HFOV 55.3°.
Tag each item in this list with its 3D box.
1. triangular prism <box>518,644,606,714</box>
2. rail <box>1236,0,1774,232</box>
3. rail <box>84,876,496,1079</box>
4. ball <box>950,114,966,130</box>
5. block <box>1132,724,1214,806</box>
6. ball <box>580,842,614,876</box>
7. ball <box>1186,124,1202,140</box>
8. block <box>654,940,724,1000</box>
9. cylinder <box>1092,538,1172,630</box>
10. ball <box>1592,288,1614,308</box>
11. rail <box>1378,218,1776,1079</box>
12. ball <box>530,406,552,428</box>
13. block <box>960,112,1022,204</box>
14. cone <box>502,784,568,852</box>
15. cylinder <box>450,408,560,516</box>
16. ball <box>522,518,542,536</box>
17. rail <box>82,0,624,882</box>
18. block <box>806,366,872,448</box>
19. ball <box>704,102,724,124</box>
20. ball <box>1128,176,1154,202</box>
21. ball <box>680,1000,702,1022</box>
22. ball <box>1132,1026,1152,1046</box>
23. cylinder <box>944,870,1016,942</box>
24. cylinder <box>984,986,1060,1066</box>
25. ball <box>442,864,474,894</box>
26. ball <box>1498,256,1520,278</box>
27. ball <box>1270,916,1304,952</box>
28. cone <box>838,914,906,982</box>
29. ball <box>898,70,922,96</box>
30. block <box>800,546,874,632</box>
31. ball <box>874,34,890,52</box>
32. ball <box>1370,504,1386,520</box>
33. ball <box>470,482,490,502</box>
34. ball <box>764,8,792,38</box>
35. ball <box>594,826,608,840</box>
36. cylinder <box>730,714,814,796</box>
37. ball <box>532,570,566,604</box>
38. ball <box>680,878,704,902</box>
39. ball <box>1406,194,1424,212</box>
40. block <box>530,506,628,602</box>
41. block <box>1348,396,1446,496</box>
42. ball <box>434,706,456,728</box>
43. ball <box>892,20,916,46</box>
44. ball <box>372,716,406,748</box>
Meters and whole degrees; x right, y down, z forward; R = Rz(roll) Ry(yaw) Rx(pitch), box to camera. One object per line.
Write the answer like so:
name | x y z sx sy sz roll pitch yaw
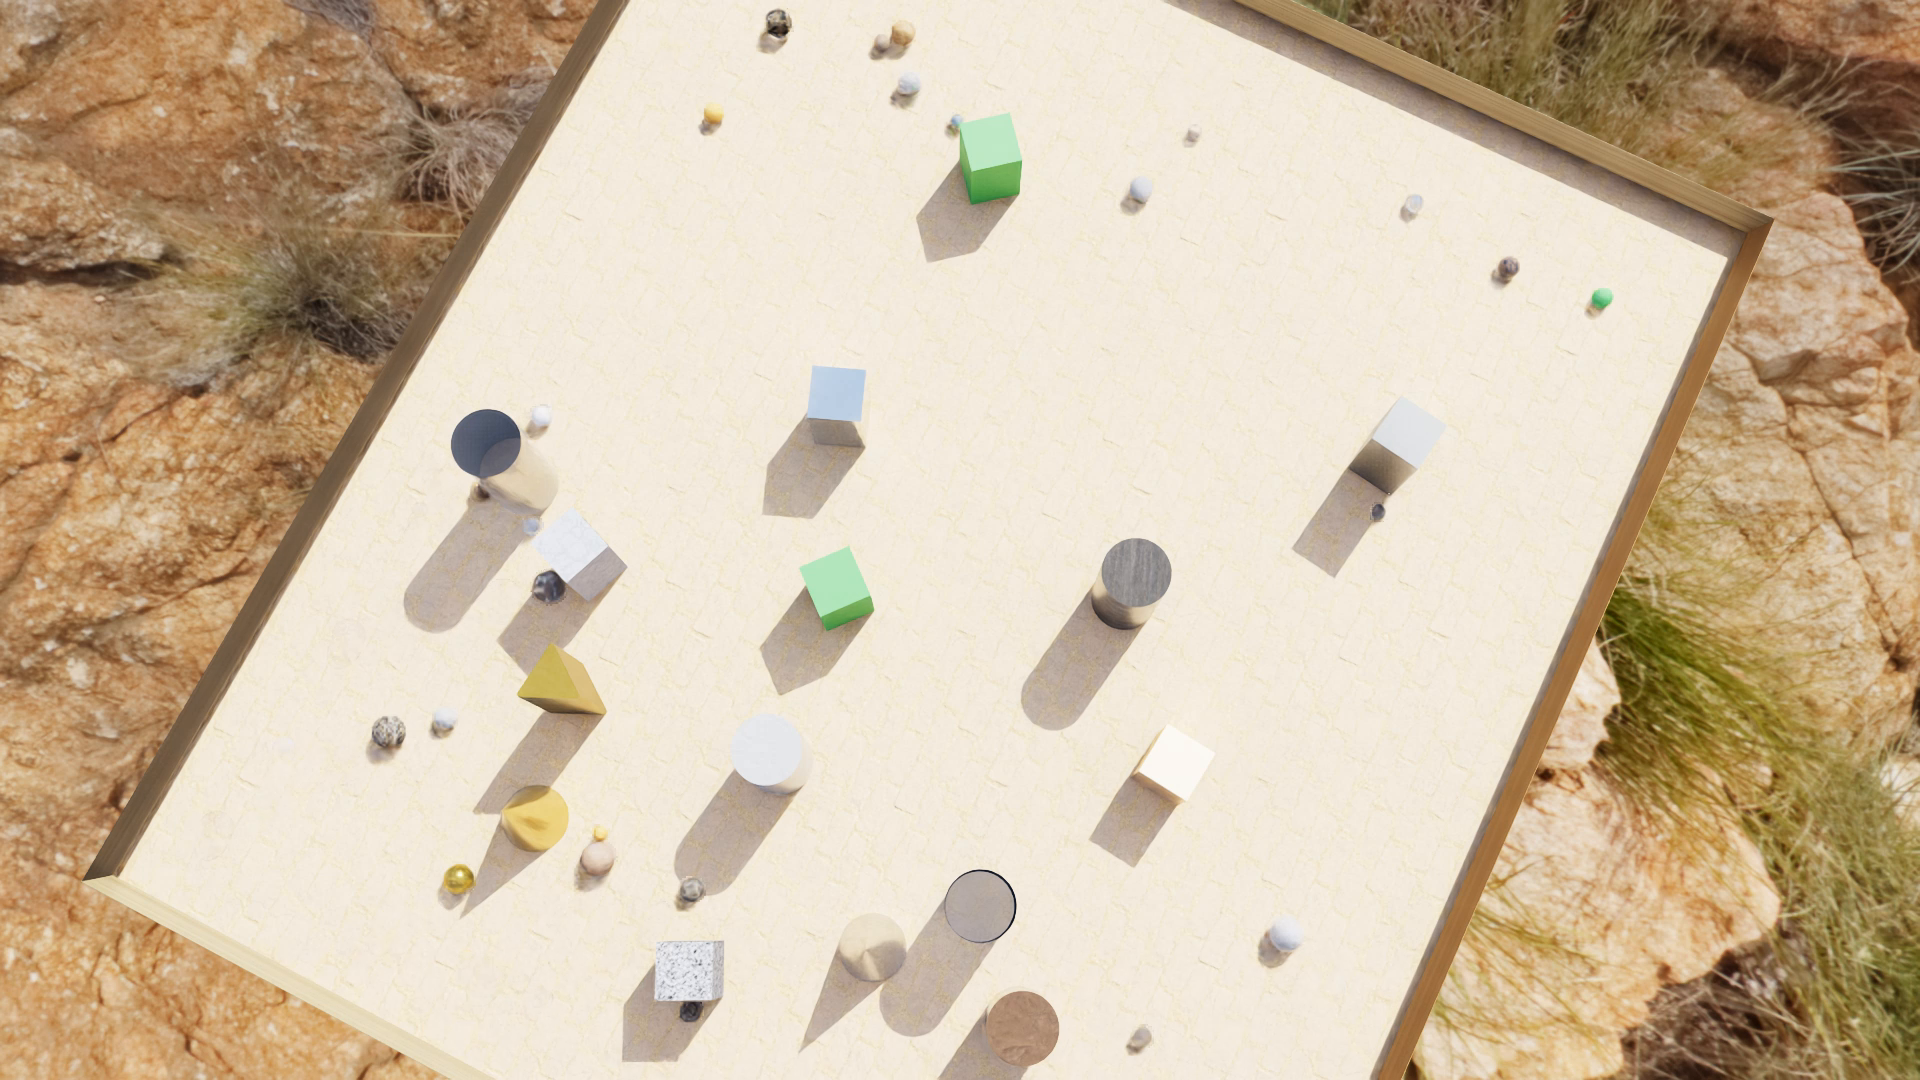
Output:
triangular prism | -1.146 0.404 5.324 0.173 0.410 0.150 2 78 0
rail | 0.901 -1.758 5.913 3.626 0.130 0.045 26 80 5
rail | -0.901 1.772 5.183 3.626 0.130 0.045 26 80 5
ball | -0.008 -1.339 5.868 0.051 0.051 0.051 0 78 0
block | 0.620 0.659 5.353 0.160 0.249 0.160 32 80 6
ball | -1.062 0.935 5.372 0.100 0.100 0.100 0 78 0
ball | 0.750 -1.305 5.862 0.049 0.049 0.049 0 78 0
block | -0.770 1.228 5.235 0.160 0.251 0.160 -1 78 0
cylinder | 0.499 0.133 5.377 0.199 0.415 0.199 0 78 0
ball | 2.014 -0.760 5.741 0.064 0.064 0.064 0 78 0
rail | 1.600 0.790 5.386 0.045 0.130 4.077 26 80 5
ball | -1.293 -0.382 5.662 0.066 0.066 0.066 0 78 0
block | 0.094 -1.189 5.726 0.160 0.268 0.160 -13 79 -3
cone | -1.262 0.786 5.245 0.199 0.409 0.199 0 78 0
cylinder | -1.336 -0.223 5.409 0.199 0.498 0.199 0 78 0
ball | -1.307 -0.041 5.597 0.055 0.055 0.055 0 78 0
rail | -1.600 -0.777 5.710 0.045 0.130 4.077 26 80 5
block | -0.363 -0.400 5.543 0.160 0.307 0.160 5 78 1
ball | -0.787 -1.368 5.866 0.066 0.066 0.066 0 78 0
ball | 0.574 -1.112 5.807 0.078 0.078 0.078 0 78 0
ball | -0.780 1.364 5.302 0.064 0.064 0.064 0 78 0
ball | 0.527 1.434 5.291 0.057 0.057 0.057 0 78 0
cylinder | 0.057 1.042 5.212 0.199 0.370 0.199 0 78 0
cylinder | 0.170 1.362 5.147 0.199 0.367 0.199 0 78 0
ball | -1.468 0.993 5.366 0.089 0.089 0.089 0 78 0
ball | 1.726 -0.858 5.760 0.068 0.068 0.068 0 78 0
ball | 0.951 1.147 5.328 0.100 0.100 0.100 0 78 0
cone | -0.255 1.152 5.166 0.199 0.414 0.199 0 78 0
ball | -0.160 -1.466 5.879 0.081 0.081 0.081 0 78 0
block | -0.364 0.147 5.448 0.160 0.270 0.160 -23 79 -5
ball | -0.252 -1.606 5.921 0.055 0.055 0.055 0 78 0
ball | 1.282 -0.085 5.607 0.047 0.047 0.047 0 78 0
ball | -1.468 -0.151 5.614 0.067 0.067 0.067 0 78 0
ball | -0.587 -1.669 5.916 0.090 0.090 0.090 0 78 0
ball | -1.063 0.866 5.416 0.041 0.041 0.041 0 78 0
cylinder | -0.538 0.622 5.283 0.199 0.401 0.199 0 78 0
ball | -1.241 0.142 5.537 0.098 0.098 0.098 0 78 0
ball | -0.785 1.025 5.370 0.068 0.068 0.068 0 78 0
ball | 1.442 -1.068 5.808 0.058 0.058 0.058 0 78 0
block | -1.127 0.046 5.443 0.160 0.321 0.160 -42 81 -8
block | 1.307 -0.279 5.495 0.160 0.351 0.160 35 80 7
ball | -1.537 0.529 5.472 0.068 0.068 0.068 0 78 0
ball | -0.183 -1.638 5.915 0.079 0.079 0.079 0 78 0
ball | -1.698 0.570 5.449 0.098 0.098 0.098 0 78 0
